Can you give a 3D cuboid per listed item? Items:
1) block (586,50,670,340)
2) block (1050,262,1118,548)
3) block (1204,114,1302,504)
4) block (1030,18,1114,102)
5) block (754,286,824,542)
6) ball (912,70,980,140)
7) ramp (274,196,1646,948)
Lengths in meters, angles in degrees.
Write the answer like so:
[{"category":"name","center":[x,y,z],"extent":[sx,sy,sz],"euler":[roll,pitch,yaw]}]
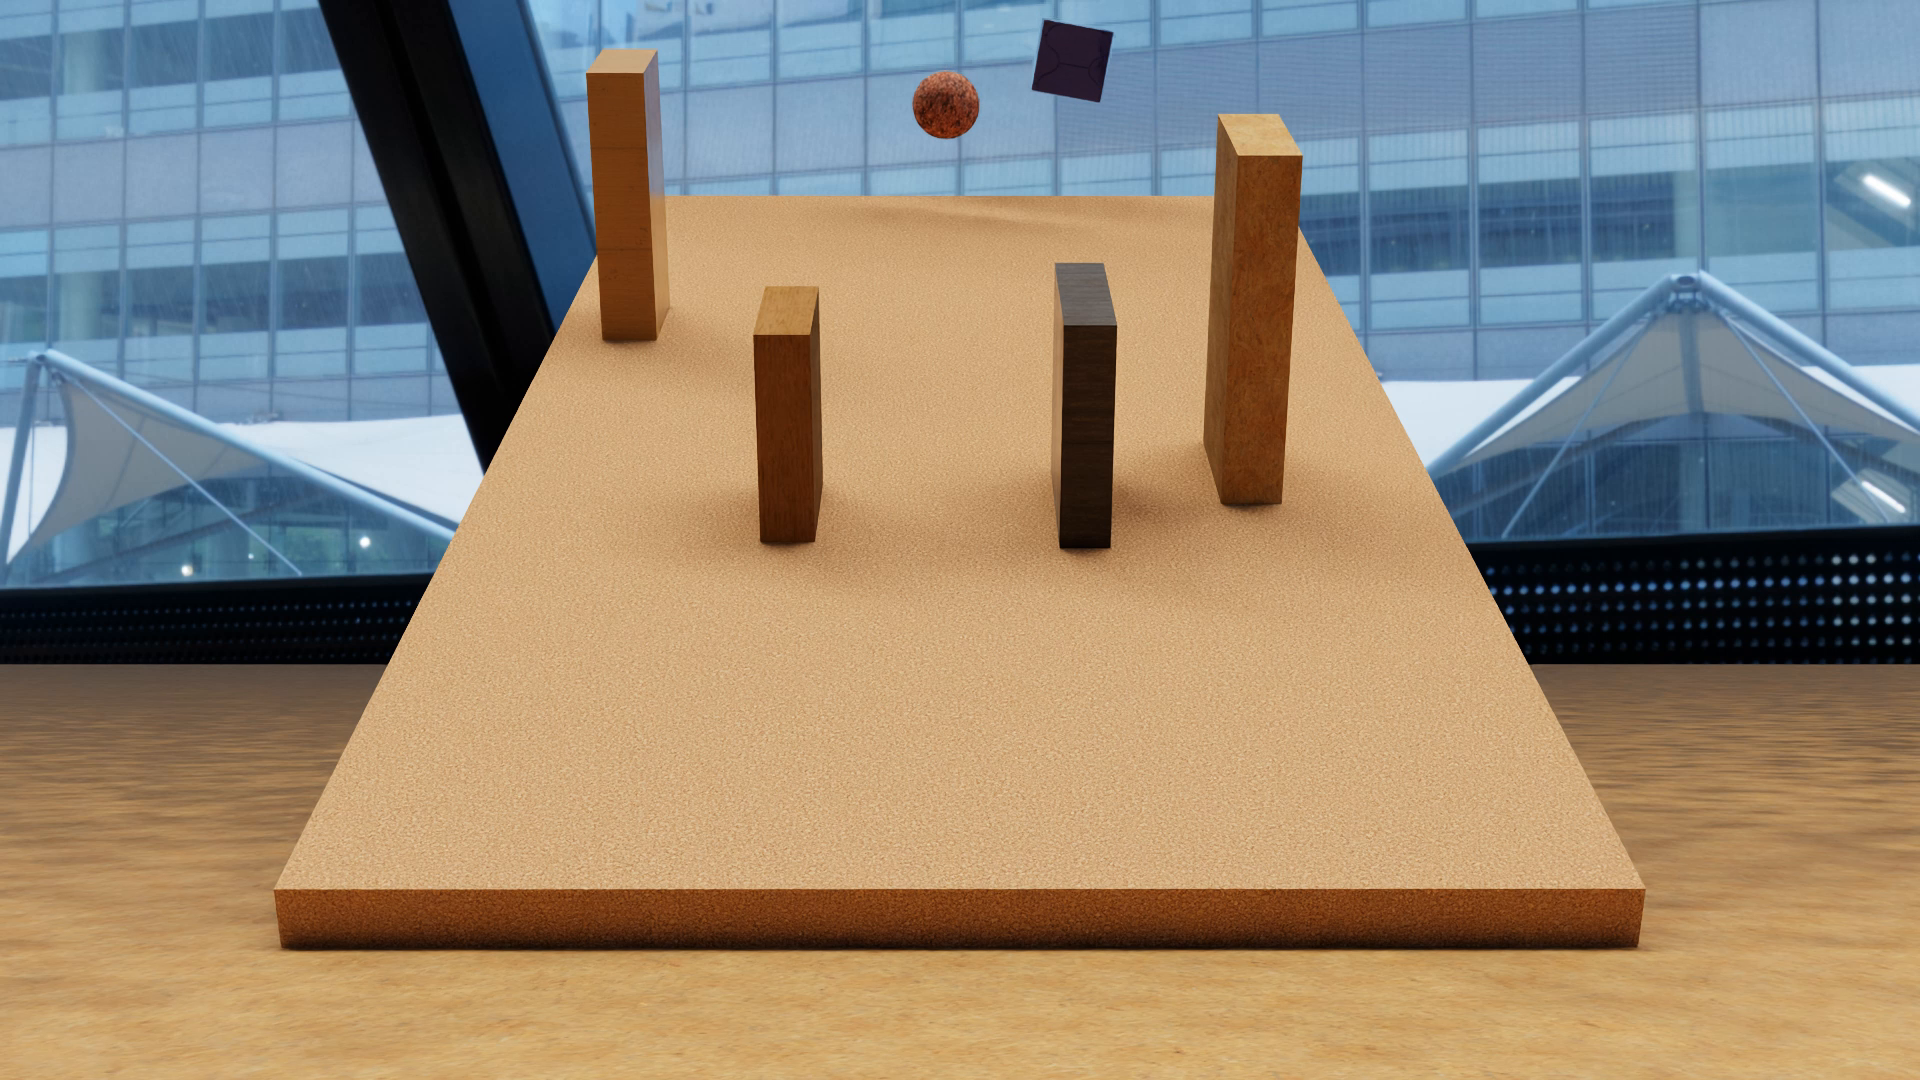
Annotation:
[{"category":"block","center":[-0.820,-0.858,5.740],"extent":[0.136,0.664,0.292],"euler":[0,23,0]},{"category":"block","center":[0.245,-0.276,4.636],"extent":[0.101,0.457,0.421],"euler":[0,23,0]},{"category":"block","center":[0.599,-0.480,4.774],"extent":[0.125,0.726,0.363],"euler":[0,23,0]},{"category":"block","center":[0.334,-1.447,6.963],"extent":[0.208,0.208,0.208],"euler":[10,14,-2]},{"category":"block","center":[-0.340,-0.255,4.621],"extent":[0.108,0.428,0.318],"euler":[0,23,0]},{"category":"ball","center":[-0.041,-1.276,6.781],"extent":[0.197,0.197,0.197],"euler":[0,-3,0]},{"category":"ramp","center":[-0.007,-0.225,5.228],"extent":[2.000,0.100,4.000],"euler":[0,23,0]}]
